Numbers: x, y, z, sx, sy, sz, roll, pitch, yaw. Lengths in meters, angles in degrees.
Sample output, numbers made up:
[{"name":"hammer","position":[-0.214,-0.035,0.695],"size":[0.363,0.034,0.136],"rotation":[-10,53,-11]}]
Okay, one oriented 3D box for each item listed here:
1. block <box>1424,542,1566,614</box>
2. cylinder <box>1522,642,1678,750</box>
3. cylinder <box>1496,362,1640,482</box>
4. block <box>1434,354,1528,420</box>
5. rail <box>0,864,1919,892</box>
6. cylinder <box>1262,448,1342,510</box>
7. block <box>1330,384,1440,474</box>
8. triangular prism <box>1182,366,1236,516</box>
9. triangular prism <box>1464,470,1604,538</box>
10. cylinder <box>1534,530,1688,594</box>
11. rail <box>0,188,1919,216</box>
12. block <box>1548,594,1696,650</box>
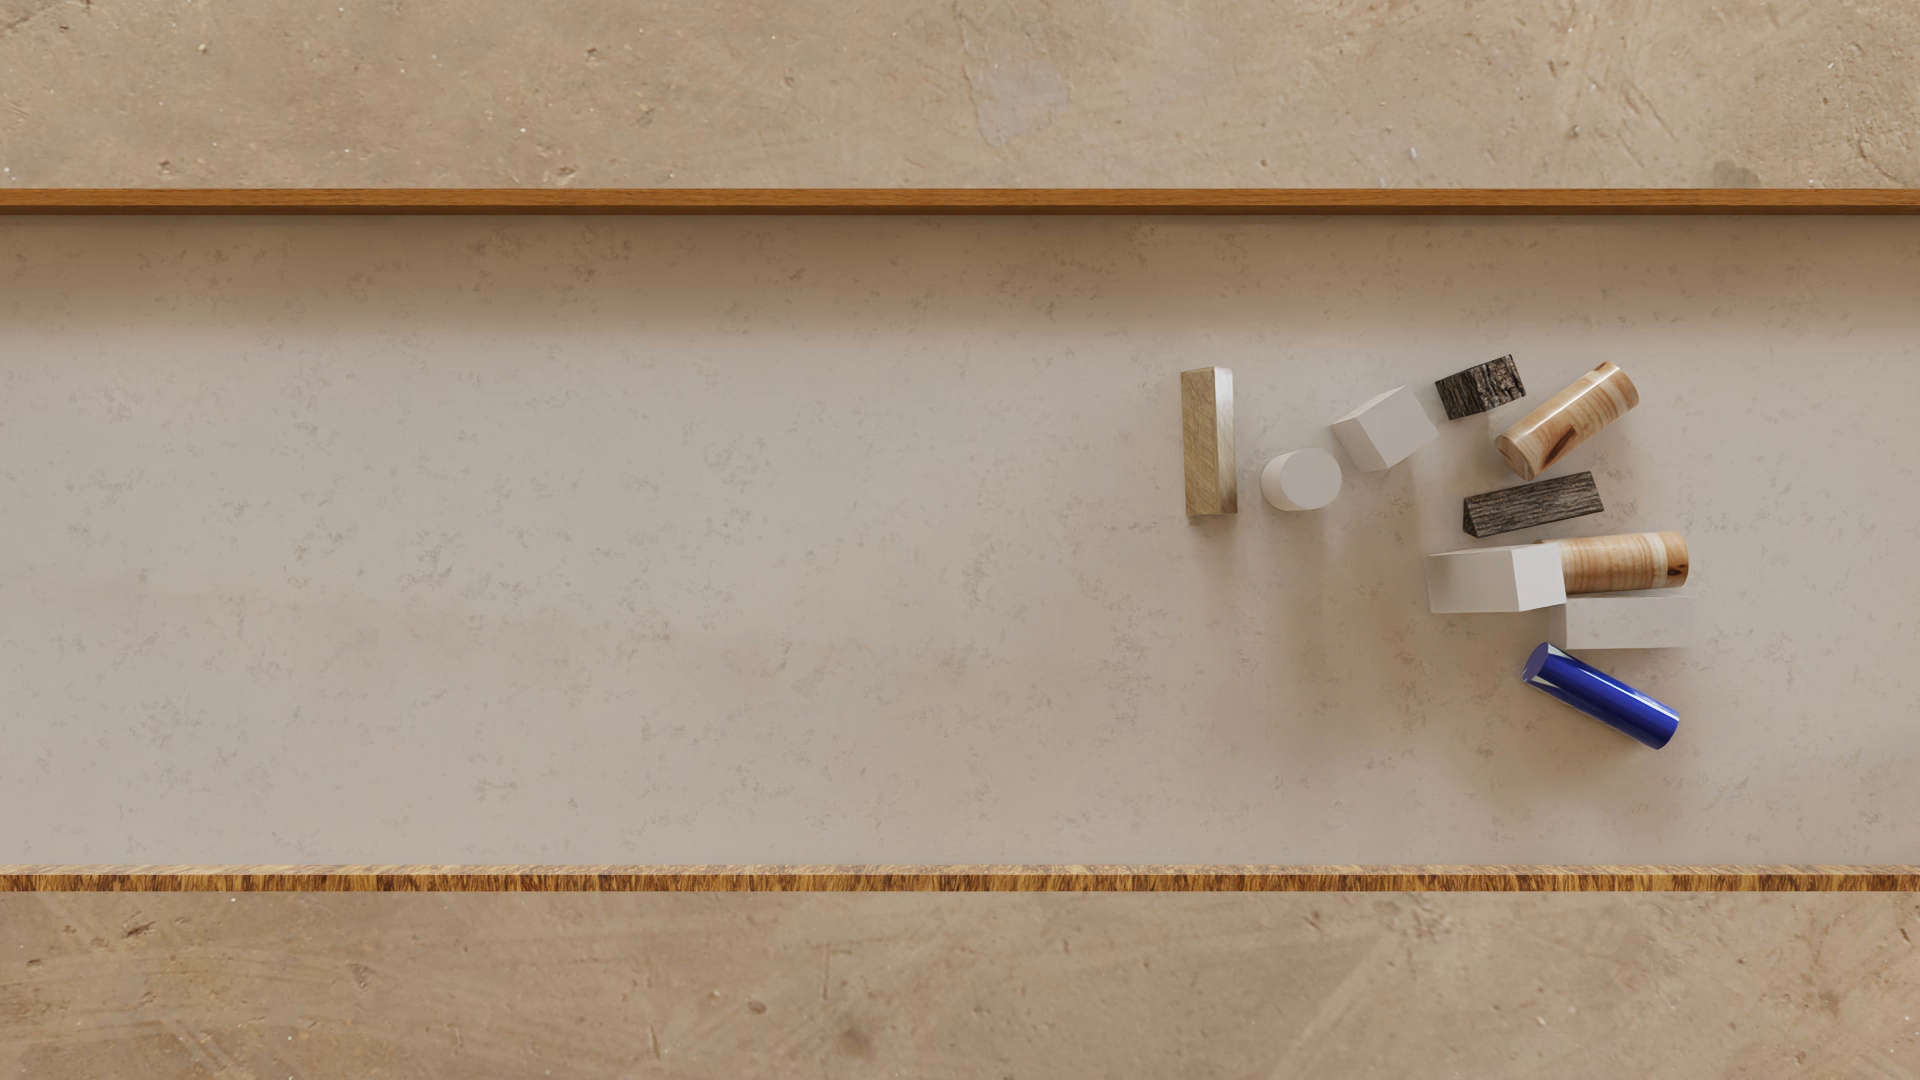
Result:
[{"name":"block","position":[1.574,0.115,4.868],"size":[0.175,0.379,0.175],"rotation":[-8,90,-24]},{"name":"cylinder","position":[1.943,0.473,5.008],"size":[0.443,0.137,0.137],"rotation":[28,90,0]},{"name":"cylinder","position":[1.837,-0.359,4.993],"size":[0.394,0.167,0.167],"rotation":[-35,90,0]},{"name":"block","position":[1.542,-0.451,4.900],"size":[0.127,0.353,0.127],"rotation":[-22,90,0]},{"name":"rail","position":[-2.247,1.025,5.001],"size":[12.000,0.150,0.050],"rotation":[0,90,0]},{"name":"cylinder","position":[1.014,-0.178,4.921],"size":[0.177,0.312,0.177],"rotation":[0,90,0]},{"name":"block","position":[1.259,-0.326,4.908],"size":[0.174,0.336,0.174],"rotation":[-32,90,0]},{"name":"triangular prism","position":[0.766,-0.299,5.006],"size":[0.156,0.135,0.440],"rotation":[-2,90,0]},{"name":"triangular prism","position":[1.735,-0.084,4.990],"size":[0.388,0.114,0.132],"rotation":[-12,130,0]},{"name":"cylinder","position":[1.961,0.071,4.991],"size":[0.413,0.172,0.172],"rotation":[-4,90,0]},{"name":"rail","position":[-2.247,-1.025,5.002],"size":[12.000,0.150,0.050],"rotation":[0,90,0]},{"name":"block","position":[2.005,0.248,5.001],"size":[0.388,0.151,0.151],"rotation":[-1,90,0]}]
